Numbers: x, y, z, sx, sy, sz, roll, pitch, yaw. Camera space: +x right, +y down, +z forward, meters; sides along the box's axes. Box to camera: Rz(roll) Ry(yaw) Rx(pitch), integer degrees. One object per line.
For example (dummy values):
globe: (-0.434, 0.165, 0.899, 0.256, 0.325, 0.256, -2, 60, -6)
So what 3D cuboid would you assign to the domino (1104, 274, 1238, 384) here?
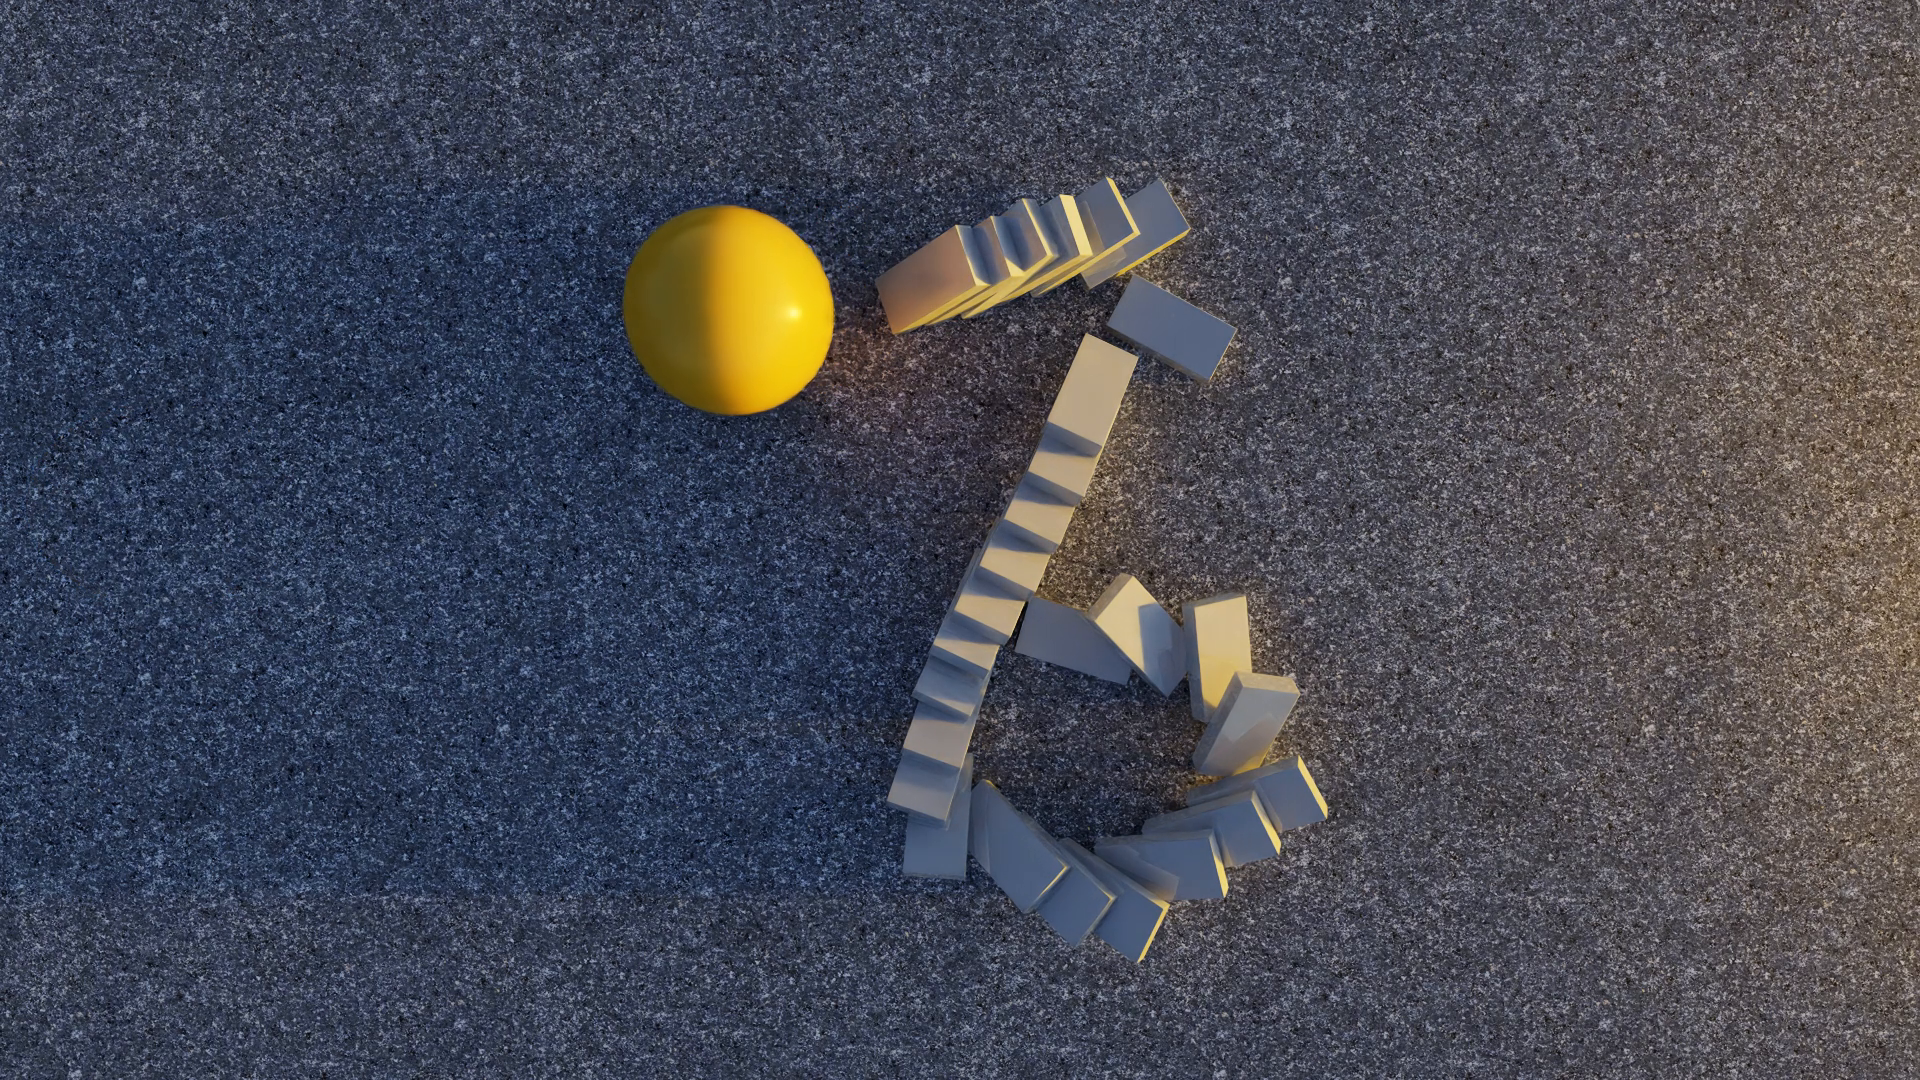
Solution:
domino: (0.090, -0.091, 0.395, 0.050, 0.010, 0.025, 28, 90, 0)

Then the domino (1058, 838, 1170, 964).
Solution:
domino: (0.059, 0.150, 0.383, 0.050, 0.010, 0.025, 27, 94, 30)

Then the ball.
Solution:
ball: (-0.090, -0.089, 0.360, 0.080, 0.080, 0.080, 0, 90, 0)

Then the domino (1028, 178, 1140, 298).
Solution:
domino: (0.047, -0.126, 0.384, 0.050, 0.010, 0.025, -27, 90, 29)

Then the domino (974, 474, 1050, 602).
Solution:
domino: (0.027, -0.001, 0.383, 0.025, 0.009, 0.050, 26, 58, 0)

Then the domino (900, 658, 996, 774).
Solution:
domino: (-0.005, 0.069, 0.384, 0.025, 0.010, 0.050, 20, 62, 1)

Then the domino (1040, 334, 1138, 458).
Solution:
domino: (0.055, -0.061, 0.385, 0.025, 0.010, 0.050, 25, 63, 0)

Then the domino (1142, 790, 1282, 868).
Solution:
domino: (0.105, 0.124, 0.384, 0.050, 0.009, 0.025, -26, 91, 27)

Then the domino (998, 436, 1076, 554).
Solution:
domino: (0.037, -0.021, 0.384, 0.025, 0.010, 0.050, 26, 61, 0)

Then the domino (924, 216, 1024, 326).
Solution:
domino: (0.001, -0.110, 0.380, 0.050, 0.010, 0.025, -19, 90, 42)

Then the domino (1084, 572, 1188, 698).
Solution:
domino: (0.078, 0.040, 0.385, 0.050, 0.010, 0.025, 45, 80, -19)

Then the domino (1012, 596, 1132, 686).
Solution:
domino: (0.051, 0.043, 0.395, 0.050, 0.010, 0.025, 17, 90, 0)

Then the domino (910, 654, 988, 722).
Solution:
domino: (0.001, 0.048, 0.384, 0.025, 0.010, 0.050, 25, 62, 0)

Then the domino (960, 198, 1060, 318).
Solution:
domino: (0.016, -0.115, 0.379, 0.050, 0.010, 0.025, -27, 85, 42)

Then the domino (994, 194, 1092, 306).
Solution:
domino: (0.029, -0.119, 0.380, 0.050, 0.009, 0.025, -19, 90, 42)

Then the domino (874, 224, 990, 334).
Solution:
domino: (-0.012, -0.107, 0.380, 0.050, 0.009, 0.025, -19, 90, 42)

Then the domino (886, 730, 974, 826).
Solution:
domino: (-0.011, 0.090, 0.384, 0.025, 0.010, 0.050, 18, 62, 2)

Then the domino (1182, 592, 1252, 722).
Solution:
domino: (0.109, 0.049, 0.388, 0.025, 0.009, 0.050, -10, 100, -17)

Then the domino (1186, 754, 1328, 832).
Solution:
domino: (0.124, 0.110, 0.383, 0.050, 0.009, 0.025, -28, 94, 28)

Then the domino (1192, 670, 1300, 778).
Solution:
domino: (0.118, 0.078, 0.381, 0.025, 0.009, 0.050, 9, 122, -11)

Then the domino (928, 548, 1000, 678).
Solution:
domino: (0.008, 0.030, 0.383, 0.025, 0.010, 0.050, 25, 58, 0)

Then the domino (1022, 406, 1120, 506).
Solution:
domino: (0.047, -0.041, 0.384, 0.025, 0.009, 0.050, 25, 63, 0)

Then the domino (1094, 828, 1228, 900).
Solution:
domino: (0.084, 0.137, 0.385, 0.050, 0.009, 0.025, -14, 90, 27)

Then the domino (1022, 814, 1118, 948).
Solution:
domino: (0.038, 0.142, 0.383, 0.050, 0.010, 0.025, 38, 93, 28)

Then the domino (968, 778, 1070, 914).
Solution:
domino: (0.019, 0.128, 0.384, 0.025, 0.009, 0.050, -48, 61, 0)

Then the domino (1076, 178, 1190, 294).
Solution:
domino: (0.070, -0.131, 0.395, 0.050, 0.010, 0.025, -31, 90, 0)

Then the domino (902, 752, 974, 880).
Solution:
domino: (-0.009, 0.114, 0.383, 0.025, 0.010, 0.050, 3, 60, 4)

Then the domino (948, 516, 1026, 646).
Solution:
domino: (0.017, 0.016, 0.381, 0.025, 0.010, 0.050, 26, 58, 0)
